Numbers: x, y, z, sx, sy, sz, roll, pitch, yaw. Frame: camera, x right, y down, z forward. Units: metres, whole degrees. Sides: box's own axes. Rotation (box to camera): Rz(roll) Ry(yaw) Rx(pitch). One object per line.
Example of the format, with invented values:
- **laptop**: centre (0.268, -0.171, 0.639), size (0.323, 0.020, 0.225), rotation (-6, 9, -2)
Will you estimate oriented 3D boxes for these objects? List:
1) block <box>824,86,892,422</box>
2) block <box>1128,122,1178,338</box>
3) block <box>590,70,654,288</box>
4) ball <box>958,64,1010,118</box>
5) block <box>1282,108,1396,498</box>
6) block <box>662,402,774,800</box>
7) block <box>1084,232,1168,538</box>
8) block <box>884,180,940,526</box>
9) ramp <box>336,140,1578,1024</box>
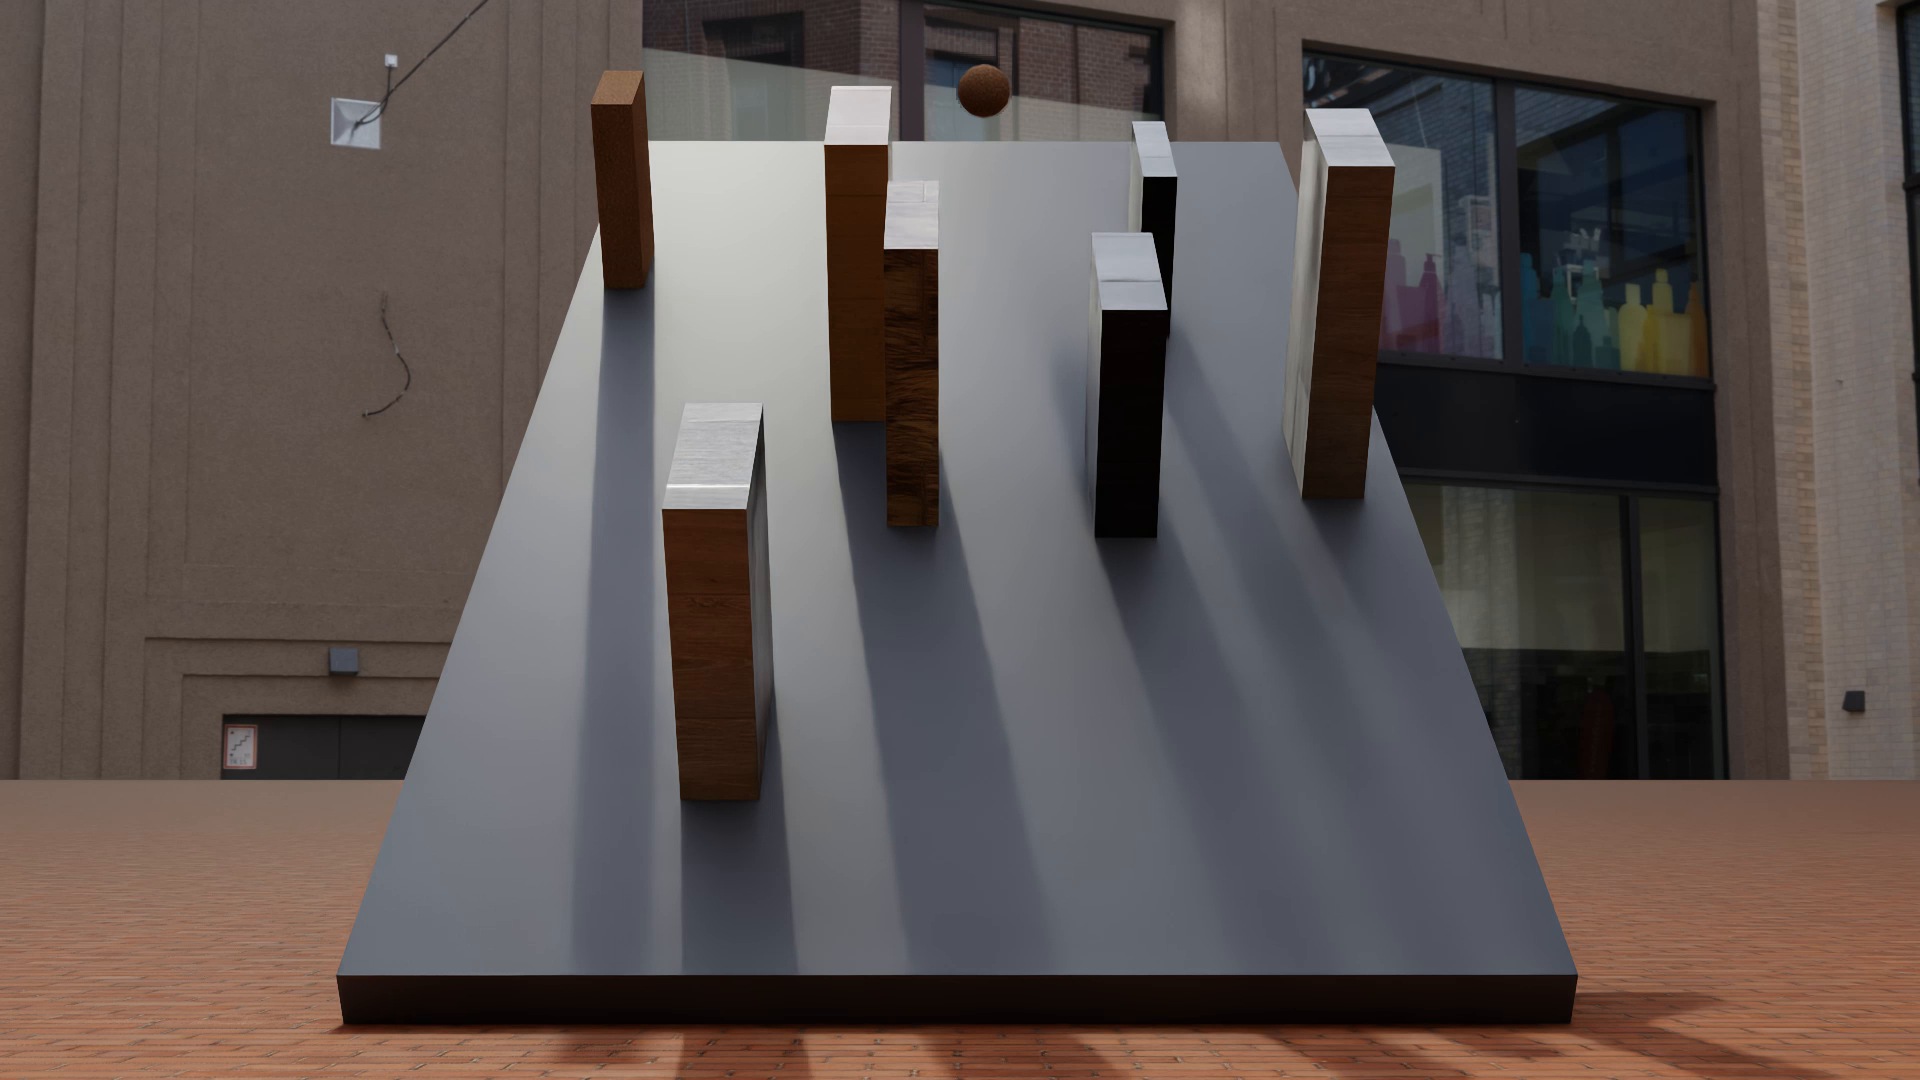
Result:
- **block**: centre (-0.233, -0.678, 5.661), size (0.141, 0.681, 0.413), rotation (0, 29, 0)
- **block**: centre (0.489, -0.800, 6.151), size (0.083, 0.429, 0.410), rotation (0, 29, 0)
- **block**: centre (-0.889, -0.954, 6.345), size (0.105, 0.504, 0.276), rotation (0, 29, 0)
- **ball**: centre (0.073, -1.375, 7.337), size (0.159, 0.159, 0.159), rotation (0, -6, 0)
- **block**: centre (0.826, -0.519, 5.283), size (0.138, 0.773, 0.366), rotation (0, 29, 0)
- **block**: centre (-0.429, 0.108, 4.325), size (0.141, 0.589, 0.411), rotation (0, 29, 0)
- **block**: centre (0.355, -0.340, 5.207), size (0.134, 0.530, 0.426), rotation (0, 29, 0)
- **block**: centre (-0.102, -0.407, 5.211), size (0.111, 0.641, 0.397), rotation (0, 29, 0)
- **ramp**: centre (-0.012, -0.218, 5.637), size (2.000, 0.100, 4.000), rotation (0, 29, 0)
